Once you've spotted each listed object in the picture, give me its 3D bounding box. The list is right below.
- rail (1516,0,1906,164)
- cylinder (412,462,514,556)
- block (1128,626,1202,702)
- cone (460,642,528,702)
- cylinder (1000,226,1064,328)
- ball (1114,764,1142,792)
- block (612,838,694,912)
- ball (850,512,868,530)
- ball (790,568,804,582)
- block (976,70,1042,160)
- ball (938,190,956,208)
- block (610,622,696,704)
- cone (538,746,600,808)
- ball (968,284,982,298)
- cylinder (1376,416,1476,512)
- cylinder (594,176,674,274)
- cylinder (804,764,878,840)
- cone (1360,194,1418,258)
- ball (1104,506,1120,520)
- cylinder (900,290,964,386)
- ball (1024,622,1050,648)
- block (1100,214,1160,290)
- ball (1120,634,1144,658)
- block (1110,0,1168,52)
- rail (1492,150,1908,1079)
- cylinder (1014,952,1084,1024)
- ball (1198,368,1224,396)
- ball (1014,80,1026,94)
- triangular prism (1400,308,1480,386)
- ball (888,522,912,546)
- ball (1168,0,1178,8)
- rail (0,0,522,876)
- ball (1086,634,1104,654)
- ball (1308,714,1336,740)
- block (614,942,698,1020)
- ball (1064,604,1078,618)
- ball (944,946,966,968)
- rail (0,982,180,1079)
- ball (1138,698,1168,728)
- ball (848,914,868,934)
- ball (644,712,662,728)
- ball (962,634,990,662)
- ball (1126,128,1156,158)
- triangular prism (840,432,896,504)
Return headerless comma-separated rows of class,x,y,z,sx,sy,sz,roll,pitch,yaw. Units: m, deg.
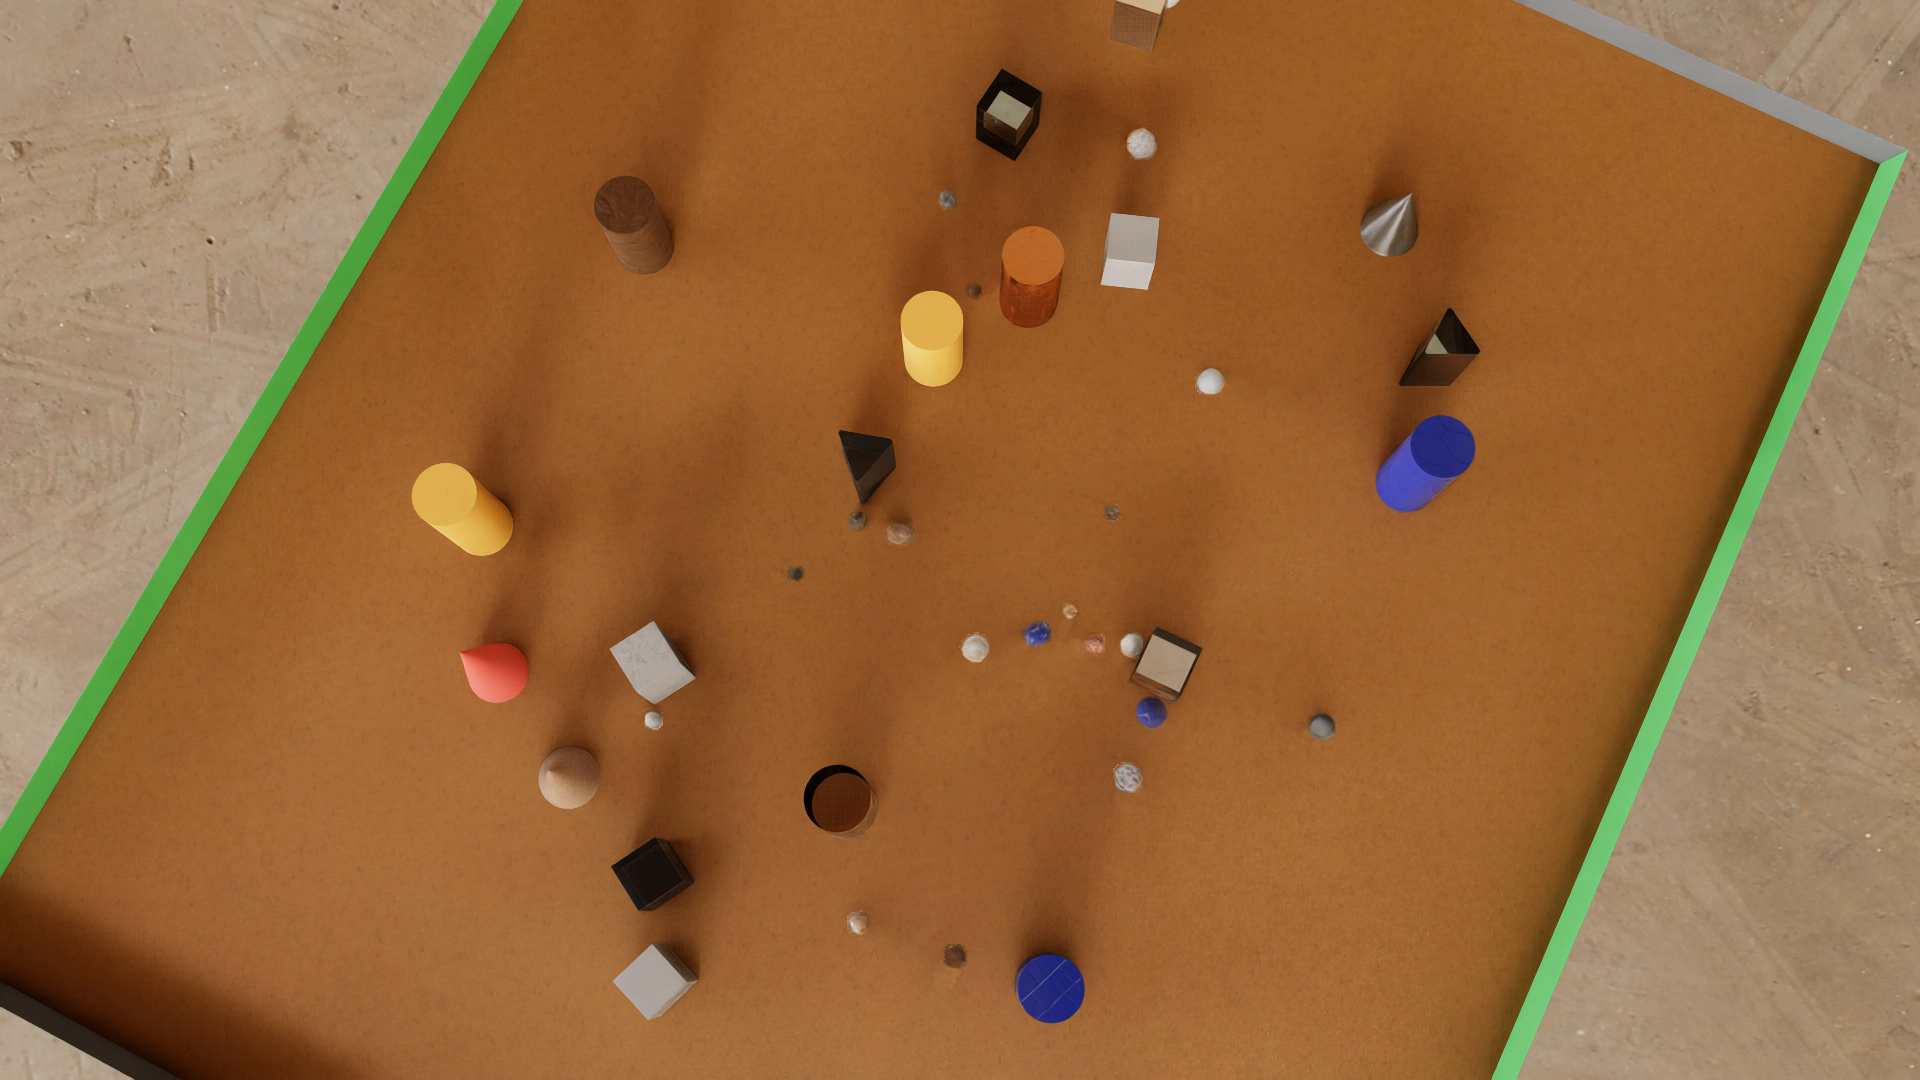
rail,1.082,-2.113,5.991,4.212,0.120,0.045,26,80,5
cylinder,-1.464,-0.085,5.412,0.184,0.434,0.184,0,78,0
block,0.607,0.370,5.424,0.147,0.227,0.147,25,79,5
cone,-1.395,0.356,5.321,0.184,0.434,0.184,0,78,0
cylinder,0.215,-0.795,5.578,0.184,0.397,0.184,0,78,0
ball,0.498,0.706,5.428,0.084,0.084,0.084,0,78,0
block,-0.884,0.967,5.290,0.147,0.247,0.147,-33,80,-6
ball,-0.309,-0.059,5.601,0.054,0.054,0.054,0,78,0
ball,-0.497,0.105,5.573,0.043,0.043,0.043,0,78,0
block,0.152,-1.336,5.770,0.147,0.240,0.147,32,80,6
ball,-0.040,-1.083,5.811,0.057,0.057,0.057,0,78,0
block,-0.897,0.364,5.377,0.147,0.321,0.147,-33,80,-6
cone,-1.166,0.681,5.332,0.184,0.281,0.184,0,78,0
ball,0.046,-0.783,5.756,0.044,0.044,0.044,0,78,0
cylinder,1.374,-0.220,5.433,0.184,0.449,0.184,0,78,0
cylinder,-0.999,-0.964,5.635,0.184,0.354,0.184,0,78,0
cylinder,-0.337,0.753,5.237,0.184,0.438,0.184,0,78,0
cone,1.364,-1.017,5.673,0.184,0.302,0.184,0,78,0
ball,0.466,-0.083,5.611,0.043,0.043,0.043,0,78,0
cylinder,-0.082,-0.606,5.554,0.184,0.368,0.184,0,78,0
ball,0.231,0.285,5.519,0.075,0.075,0.075,0,78,0
block,0.526,-0.893,5.682,0.147,0.234,0.147,6,78,1
ball,0.519,0.319,5.514,0.071,0.071,0.071,0,78,0
block,0.577,-1.699,5.837,0.147,0.255,0.147,19,79,4
rail,1.862,0.918,5.364,0.045,0.120,4.886,26,80,5
cylinder,0.251,1.266,5.193,0.184,0.317,0.184,0,78,0
ball,0.777,-0.490,5.676,0.082,0.082,0.082,0,78,0
ball,0.194,-1.457,5.895,0.043,0.043,0.043,0,78,0
triangular prism,1.449,-0.585,5.568,0.160,0.332,0.138,0,78,0
ball,-0.183,-0.019,5.583,0.077,0.077,0.077,0,78,0
ball,0.673,-1.766,5.941,0.080,0.080,0.080,0,78,0
rail,-1.862,-0.906,5.741,0.045,0.120,4.886,26,80,5
ball,0.405,0.313,5.522,0.057,0.057,0.057,0,78,0
ball,1.080,0.558,5.461,0.078,0.078,0.078,0,78,0
block,-0.867,1.259,5.238,0.147,0.231,0.147,-44,82,-8
ball,0.334,0.215,5.550,0.042,0.042,0.042,0,78,0
ball,-0.016,1.215,5.332,0.066,0.066,0.066,0,78,0
rail,-1.082,2.125,5.115,4.212,0.120,0.045,26,80,5
ball,0.575,0.516,5.464,0.090,0.090,0.090,0,78,0
ball,-0.296,1.120,5.354,0.060,0.060,0.060,0,78,0
ball,-0.918,0.538,5.479,0.052,0.052,0.052,0,78,0
ball,0.047,0.326,5.507,0.081,0.081,0.081,0,78,0
ball,0.577,-1.261,5.830,0.092,0.092,0.092,0,78,0
triangular prism,-0.302,-0.245,5.513,0.138,0.302,0.160,40,81,8
